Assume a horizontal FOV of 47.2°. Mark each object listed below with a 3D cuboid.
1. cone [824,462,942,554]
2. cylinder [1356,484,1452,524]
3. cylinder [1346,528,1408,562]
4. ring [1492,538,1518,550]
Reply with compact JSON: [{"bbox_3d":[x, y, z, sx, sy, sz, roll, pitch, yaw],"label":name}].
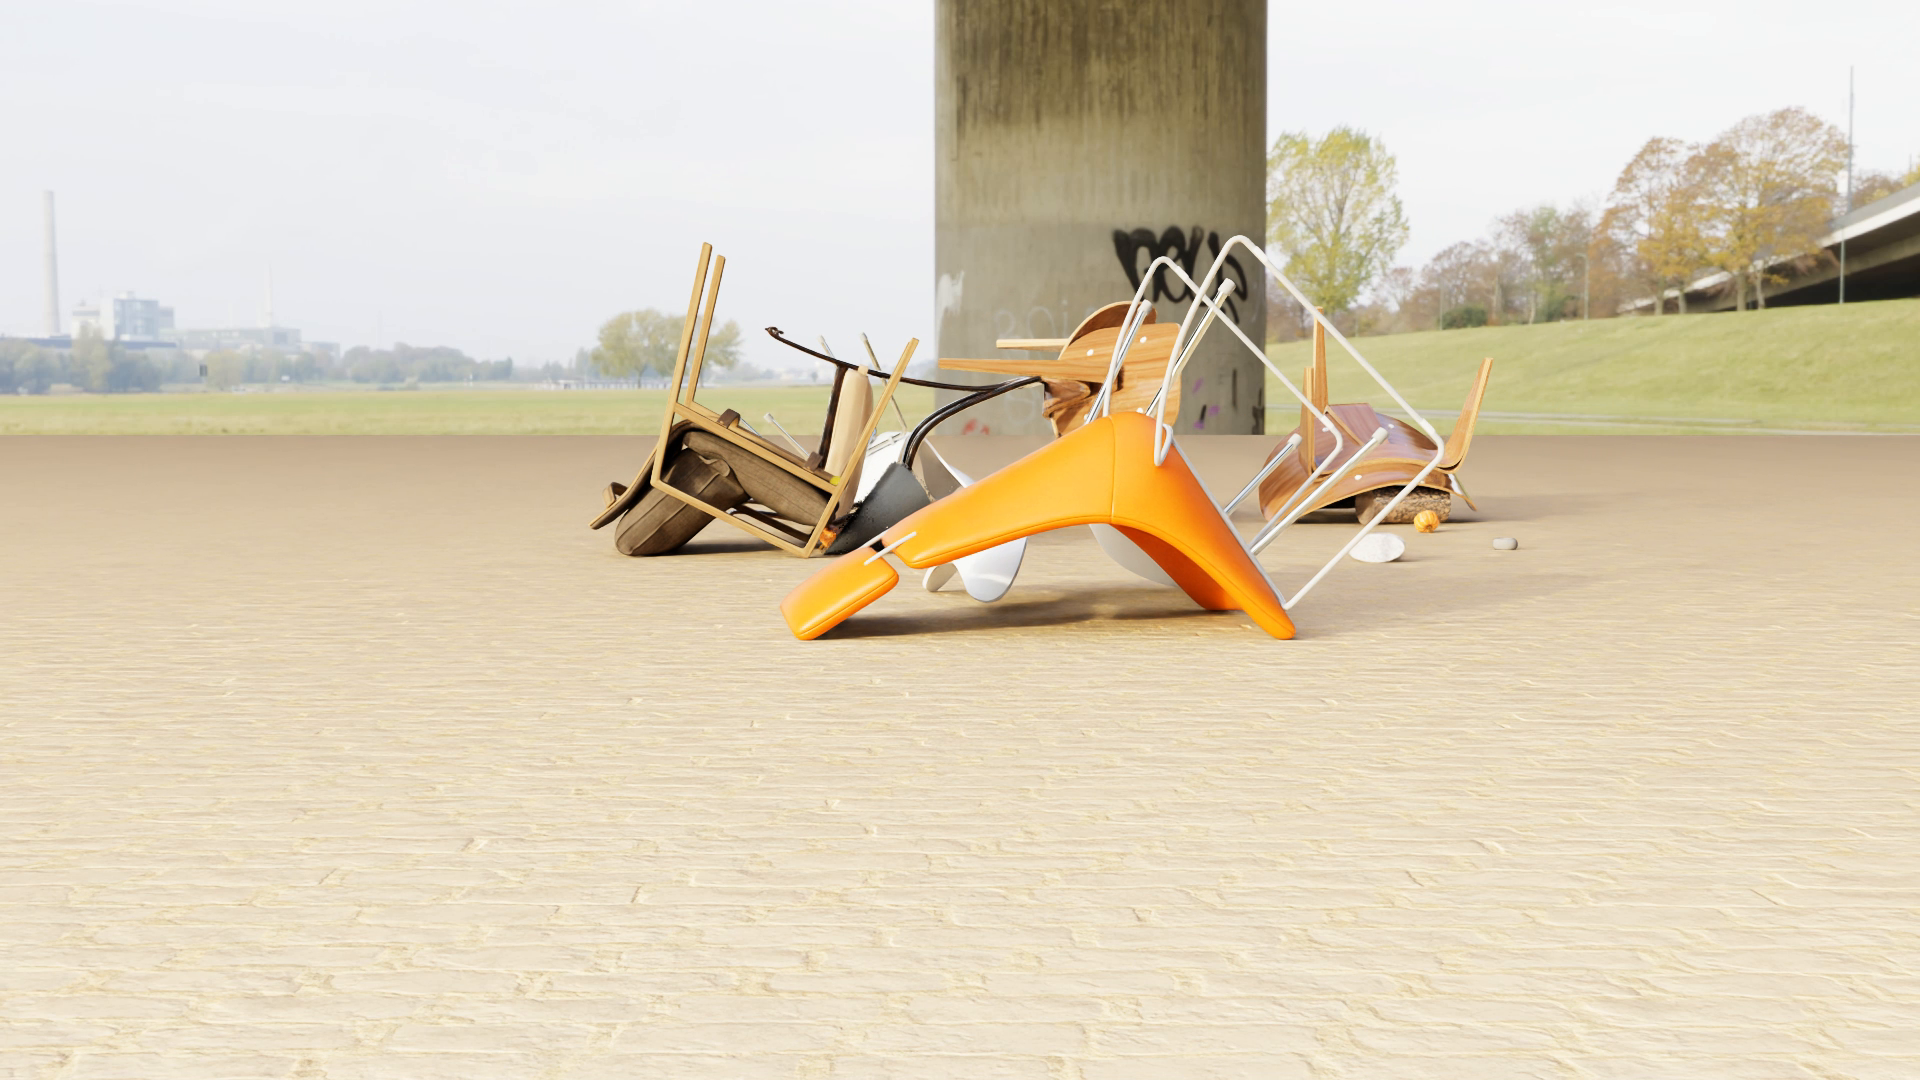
[{"bbox_3d":[-0.249,-0.026,6.013,0.297,0.271,0.273,-28,1,-21],"label":"cone"},{"bbox_3d":[1.478,-0.119,7.336,0.279,0.129,0.145,-1,-9,-16],"label":"cylinder"},{"bbox_3d":[1.089,0.019,5.741,0.146,0.073,0.080,-6,16,25],"label":"cylinder"},{"bbox_3d":[1.525,0.011,6.151,0.066,0.033,0.072,-5,8,-38],"label":"ring"}]
